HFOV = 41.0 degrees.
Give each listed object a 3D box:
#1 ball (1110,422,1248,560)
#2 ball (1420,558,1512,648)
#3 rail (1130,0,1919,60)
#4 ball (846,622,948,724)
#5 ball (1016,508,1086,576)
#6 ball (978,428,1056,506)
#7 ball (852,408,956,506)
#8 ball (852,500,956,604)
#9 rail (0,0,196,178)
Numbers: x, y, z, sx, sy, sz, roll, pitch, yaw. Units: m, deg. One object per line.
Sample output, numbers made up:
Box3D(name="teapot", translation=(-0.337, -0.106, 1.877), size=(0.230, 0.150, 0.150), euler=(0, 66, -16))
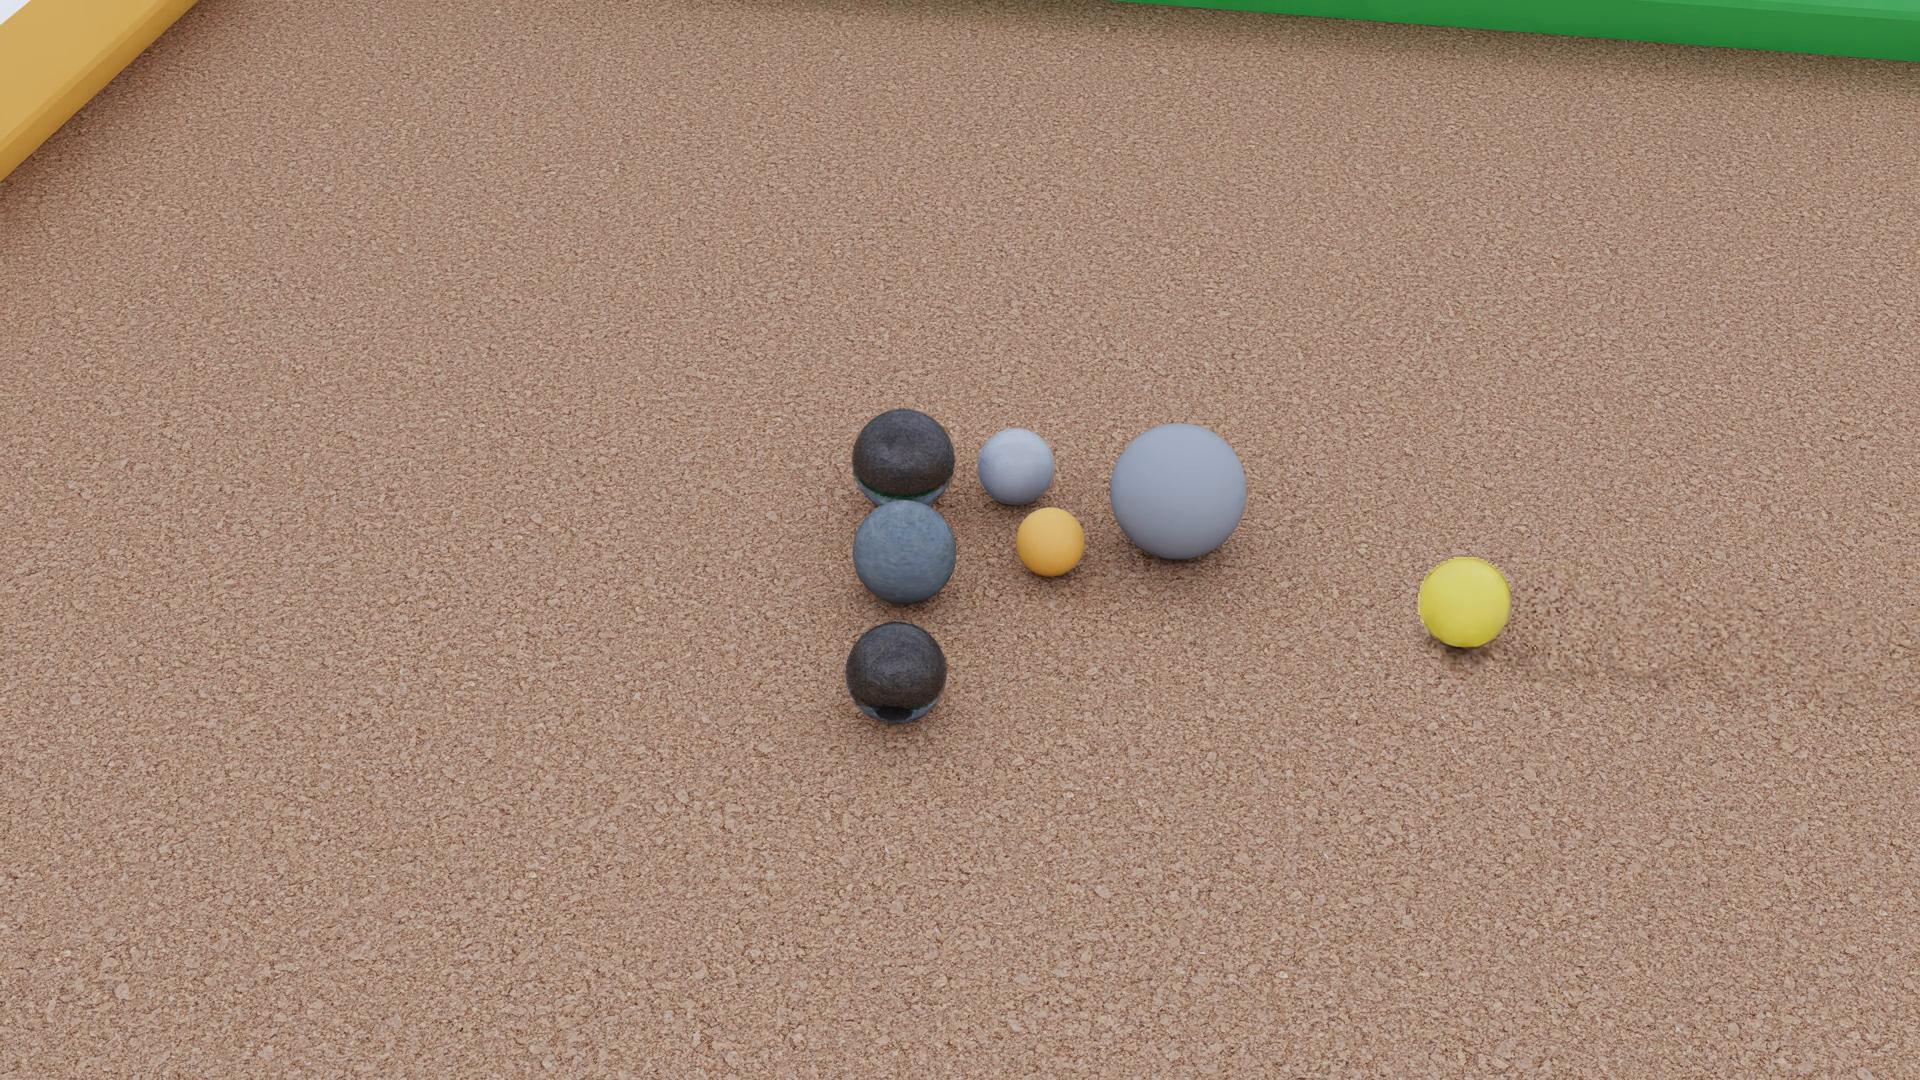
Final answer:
Box3D(name="ball", translation=(0.158, -0.035, 1.854), size=(0.099, 0.099, 0.099), euler=(0, 35, 0))
Box3D(name="ball", translation=(0.349, 0.044, 1.773), size=(0.062, 0.062, 0.062), euler=(0, 35, 0))
Box3D(name="rail", translation=(1.167, -0.501, 2.497), size=(3.958, 0.129, 0.045), euler=(6, 35, 9))
Box3D(name="ball", translation=(-0.042, 0.088, 1.705), size=(0.068, 0.068, 0.068), euler=(0, 35, 0))
Box3D(name="ball", translation=(0.065, 0.001, 1.845), size=(0.050, 0.050, 0.050), euler=(0, 35, 0))
Box3D(name="ball", translation=(0.042, -0.055, 1.918), size=(0.058, 0.058, 0.058), euler=(0, 35, 0))
Box3D(name="ball", translation=(-0.042, -0.059, 1.908), size=(0.077, 0.077, 0.077), euler=(0, 35, 0))
Box3D(name="ball", translation=(-0.039, 0.009, 1.813), size=(0.074, 0.074, 0.074), euler=(0, 35, 0))
Box3D(name="rail", translation=(-0.949, -0.128, 1.960), size=(0.045, 0.129, 2.124), euler=(6, 35, 9))
